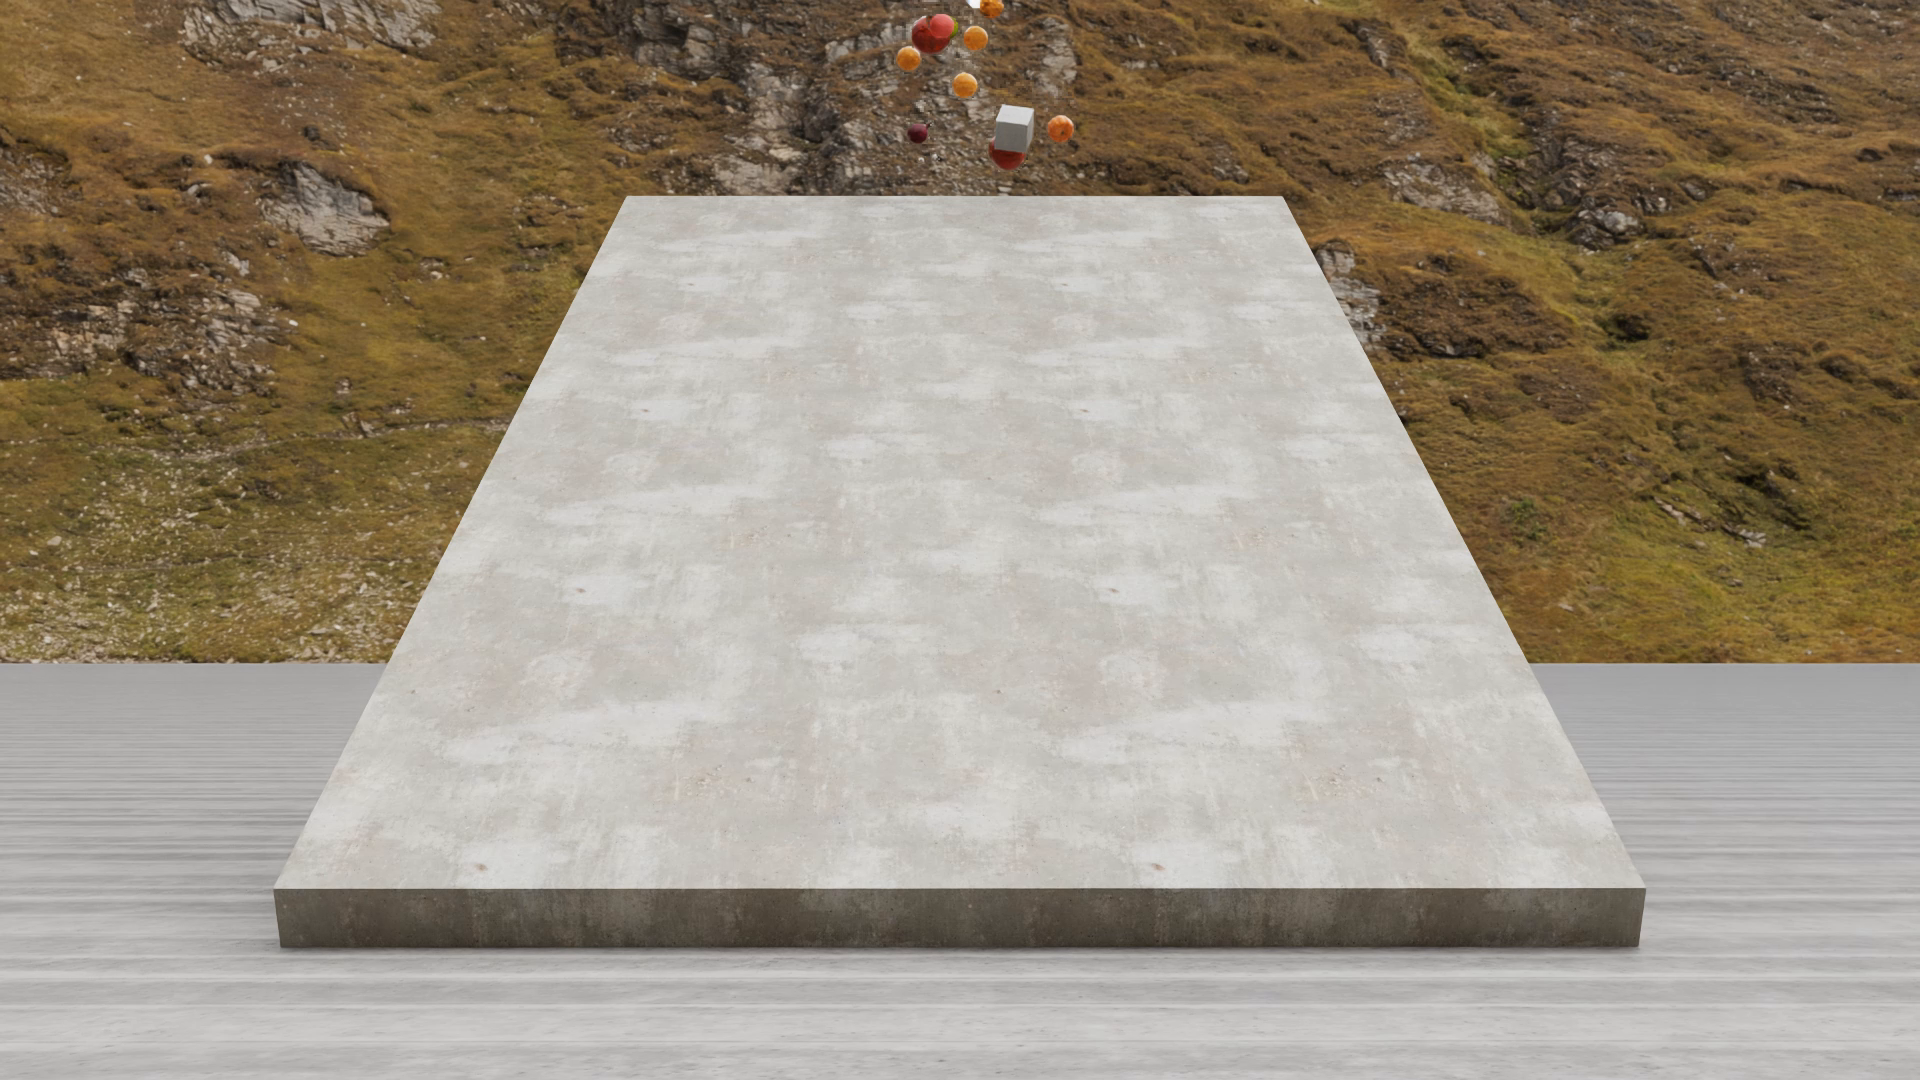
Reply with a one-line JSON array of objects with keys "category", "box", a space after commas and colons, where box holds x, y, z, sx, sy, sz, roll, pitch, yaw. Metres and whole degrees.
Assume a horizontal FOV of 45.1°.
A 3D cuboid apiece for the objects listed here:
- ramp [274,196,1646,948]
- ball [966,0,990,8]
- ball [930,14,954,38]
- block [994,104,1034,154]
[{"category": "ramp", "box": [-0.007, -0.225, 5.225, 2.000, 0.100, 4.000, 0, 23, 0]}, {"category": "ball", "box": [0.054, -1.634, 6.935, 0.075, 0.075, 0.075, 0, -3, 0]}, {"category": "ball", "box": [-0.052, -1.447, 6.507, 0.070, 0.070, 0.070, 0, -3, 0]}, {"category": "block", "box": [0.159, -1.201, 6.752, 0.095, 0.095, 0.095, 10, 42, 9]}]
